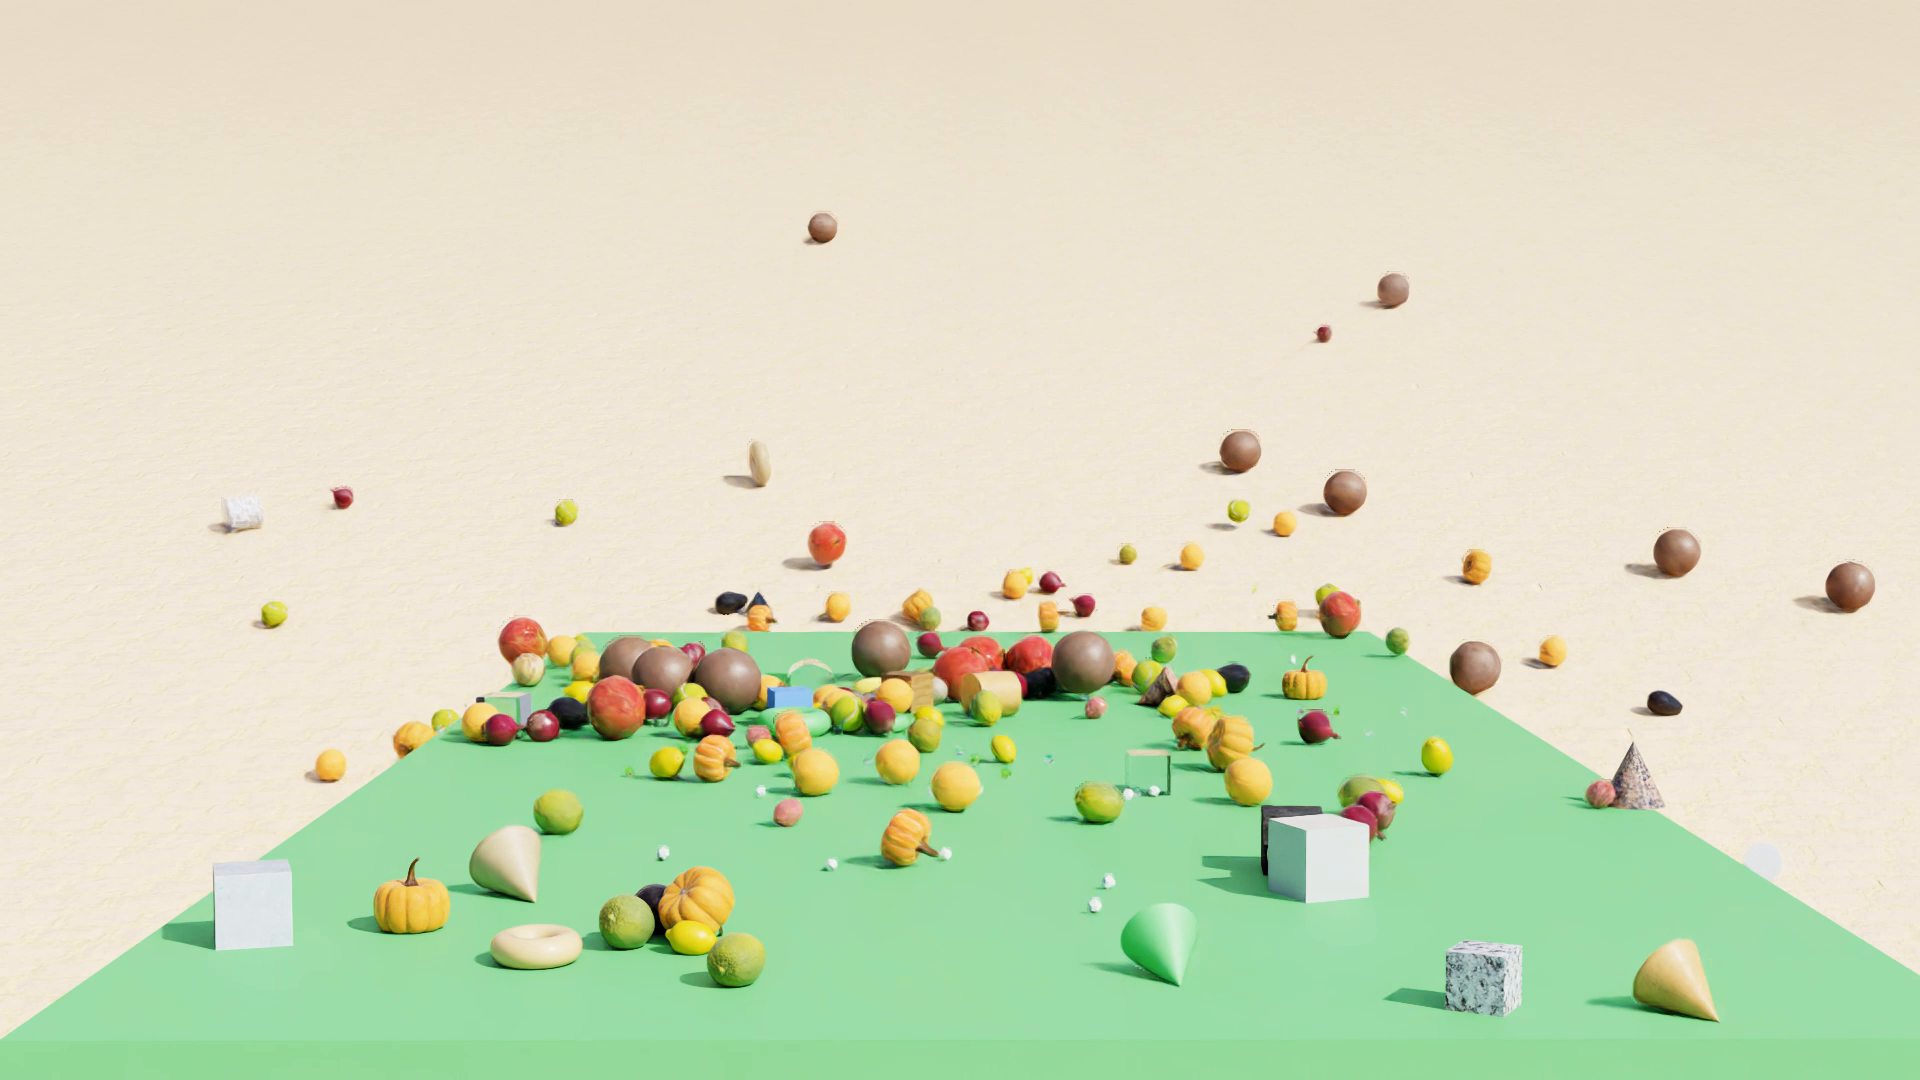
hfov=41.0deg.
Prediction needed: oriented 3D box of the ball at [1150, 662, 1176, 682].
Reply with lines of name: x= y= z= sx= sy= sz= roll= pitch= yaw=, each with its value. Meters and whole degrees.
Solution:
ball: x=0.424 y=0.283 z=5.370 sx=0.052 sy=0.052 sz=0.052 roll=0 pitch=20 yaw=0

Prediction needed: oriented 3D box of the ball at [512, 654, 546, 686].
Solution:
ball: x=-0.908 y=0.273 z=5.398 sx=0.070 sy=0.070 sz=0.070 roll=0 pitch=20 yaw=0

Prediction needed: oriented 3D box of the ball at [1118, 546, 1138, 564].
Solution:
ball: x=0.477 y=0.041 z=7.278 sx=0.054 sy=0.054 sz=0.054 roll=0 pitch=20 yaw=0

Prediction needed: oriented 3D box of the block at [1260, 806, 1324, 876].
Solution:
block: x=0.440 y=0.398 z=3.401 sx=0.079 sy=0.079 sz=0.079 roll=0 pitch=4 yaw=5

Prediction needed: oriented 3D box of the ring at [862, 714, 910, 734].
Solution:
ring: x=-0.137 y=0.337 z=4.722 sx=0.087 sy=0.029 sz=0.087 roll=-2 pitch=4 yaw=0

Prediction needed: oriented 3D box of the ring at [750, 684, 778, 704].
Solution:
ring: x=-0.382 y=0.308 z=5.134 sx=0.098 sy=0.033 sz=0.098 roll=4 pitch=3 yaw=0

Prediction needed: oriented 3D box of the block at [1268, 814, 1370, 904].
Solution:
block: x=0.453 y=0.402 z=3.245 sx=0.092 sy=0.092 sz=0.092 roll=-2 pitch=4 yaw=-24

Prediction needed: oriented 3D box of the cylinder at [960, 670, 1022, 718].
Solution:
cylinder: x=0.059 y=0.295 z=4.916 sx=0.086 sy=0.086 sz=0.086 roll=-2 pitch=18 yaw=-30

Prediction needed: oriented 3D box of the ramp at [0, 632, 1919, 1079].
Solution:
ramp: x=0.046 y=0.414 z=4.536 sx=2.000 sy=0.100 sz=4.000 roll=0 pitch=4 yaw=0

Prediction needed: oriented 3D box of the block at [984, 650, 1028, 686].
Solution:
block: x=0.098 y=0.271 z=5.404 sx=0.071 sy=0.071 sz=0.071 roll=1 pitch=4 yaw=20

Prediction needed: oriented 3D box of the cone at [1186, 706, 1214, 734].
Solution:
cone: x=0.440 y=0.341 z=4.704 sx=0.052 sy=0.052 sz=0.052 roll=2 pitch=30 yaw=6

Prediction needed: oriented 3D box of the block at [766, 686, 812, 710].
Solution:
block: x=-0.317 y=0.313 z=4.777 sx=0.071 sy=0.071 sz=0.071 roll=-1 pitch=4 yaw=-16

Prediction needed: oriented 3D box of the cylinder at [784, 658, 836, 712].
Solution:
cylinder: x=-0.292 y=0.285 z=4.995 sx=0.098 sy=0.098 sz=0.098 roll=-1 pitch=4 yaw=-3

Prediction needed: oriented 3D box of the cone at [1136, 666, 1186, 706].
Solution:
cone: x=0.387 y=0.308 z=5.076 sx=0.090 sy=0.090 sz=0.090 roll=-27 pitch=15 yaw=13

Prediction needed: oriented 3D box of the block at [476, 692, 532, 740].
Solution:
block: x=-0.828 y=0.318 z=4.655 sx=0.076 sy=0.076 sz=0.076 roll=1 pitch=4 yaw=10

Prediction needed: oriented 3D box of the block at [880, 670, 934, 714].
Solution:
block: x=-0.104 y=0.296 z=5.005 sx=0.074 sy=0.074 sz=0.074 roll=2 pitch=4 yaw=34

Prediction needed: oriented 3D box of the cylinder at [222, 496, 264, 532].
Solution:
cylinder: x=-2.109 y=-0.079 z=7.550 sx=0.094 sy=0.094 sz=0.094 roll=-11 pitch=22 yaw=-28

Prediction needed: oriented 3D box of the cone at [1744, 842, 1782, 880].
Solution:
cone: x=1.702 y=0.687 z=5.483 sx=0.082 sy=0.082 sz=0.082 roll=-1 pitch=-7 yaw=-2

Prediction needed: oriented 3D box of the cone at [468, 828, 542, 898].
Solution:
cone: x=-0.552 y=0.427 z=3.224 sx=0.099 sy=0.099 sz=0.099 roll=-12 pitch=28 yaw=-30

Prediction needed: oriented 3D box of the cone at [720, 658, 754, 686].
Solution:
cone: x=-0.458 y=0.296 z=5.323 sx=0.072 sy=0.072 sz=0.072 roll=-5 pitch=42 yaw=-13

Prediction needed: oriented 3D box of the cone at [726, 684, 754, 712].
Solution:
cone: x=-0.427 y=0.320 z=5.013 sx=0.055 sy=0.055 sz=0.055 roll=-3 pitch=31 yaw=-9

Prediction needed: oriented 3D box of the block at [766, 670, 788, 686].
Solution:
block: x=-0.357 y=0.294 z=5.202 sx=0.053 sy=0.053 sz=0.053 roll=1 pitch=4 yaw=21

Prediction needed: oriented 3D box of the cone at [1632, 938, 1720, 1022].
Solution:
cone: x=0.751 y=0.468 z=2.632 sx=0.084 sy=0.084 sz=0.084 roll=-10 pitch=35 yaw=-26

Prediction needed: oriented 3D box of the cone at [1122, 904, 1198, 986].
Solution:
cone: x=0.228 y=0.458 z=2.791 sx=0.088 sy=0.088 sz=0.088 roll=-4 pitch=31 yaw=-10

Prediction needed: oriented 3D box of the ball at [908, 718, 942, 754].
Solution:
ball: x=-0.061 y=0.339 z=4.450 sx=0.060 sy=0.060 sz=0.060 roll=0 pitch=20 yaw=0

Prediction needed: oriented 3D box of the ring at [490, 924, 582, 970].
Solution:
ring: x=-0.474 y=0.455 z=2.875 sx=0.103 sy=0.034 sz=0.103 roll=0 pitch=5 yaw=0

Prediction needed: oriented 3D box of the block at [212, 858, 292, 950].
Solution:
block: x=-0.822 y=0.423 z=2.982 sx=0.085 sy=0.085 sz=0.085 roll=-1 pitch=4 yaw=-18

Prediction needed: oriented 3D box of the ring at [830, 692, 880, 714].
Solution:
ring: x=-0.203 y=0.317 z=5.002 sx=0.100 sy=0.033 sz=0.100 roll=1 pitch=3 yaw=0

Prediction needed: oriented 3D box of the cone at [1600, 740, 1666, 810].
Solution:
cone: x=1.026 y=0.354 z=3.912 sx=0.099 sy=0.099 sz=0.099 roll=0 pitch=4 yaw=0

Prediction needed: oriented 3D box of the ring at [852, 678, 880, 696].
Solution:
ring: x=-0.145 y=0.302 z=5.118 sx=0.143 sy=0.048 sz=0.143 roll=-1 pitch=3 yaw=0

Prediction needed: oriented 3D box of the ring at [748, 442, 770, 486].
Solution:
ring: x=-0.620 y=-0.237 z=7.941 sx=0.046 sy=0.139 sz=0.139 roll=-8 pitch=21 yaw=-16

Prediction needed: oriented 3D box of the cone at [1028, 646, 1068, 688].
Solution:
cone: x=0.173 y=0.287 z=5.399 sx=0.091 sy=0.091 sz=0.091 roll=4 pitch=31 yaw=12

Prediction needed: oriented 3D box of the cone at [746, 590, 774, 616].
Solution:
cone: x=-0.527 y=0.186 z=6.902 sx=0.072 sy=0.072 sz=0.072 roll=31 pitch=25 yaw=5

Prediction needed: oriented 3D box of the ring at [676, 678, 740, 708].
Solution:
ring: x=-0.494 y=0.305 z=5.089 sx=0.141 sy=0.047 sz=0.141 roll=-1 pitch=5 yaw=0

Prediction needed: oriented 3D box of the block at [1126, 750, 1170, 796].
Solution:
block: x=0.294 y=0.365 z=4.026 sx=0.064 sy=0.064 sz=0.064 roll=0 pitch=4 yaw=-3

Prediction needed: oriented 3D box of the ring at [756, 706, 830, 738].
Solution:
ring: x=-0.303 y=0.333 z=4.676 sx=0.136 sy=0.045 sz=0.136 roll=0 pitch=5 yaw=0

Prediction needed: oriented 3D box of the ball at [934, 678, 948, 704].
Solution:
ball: x=-0.051 y=0.300 z=5.100 sx=0.053 sy=0.053 sz=0.053 roll=0 pitch=20 yaw=0

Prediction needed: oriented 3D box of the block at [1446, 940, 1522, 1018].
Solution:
block: x=0.544 y=0.454 z=2.664 sx=0.062 sy=0.062 sz=0.062 roll=2 pitch=4 yaw=29
